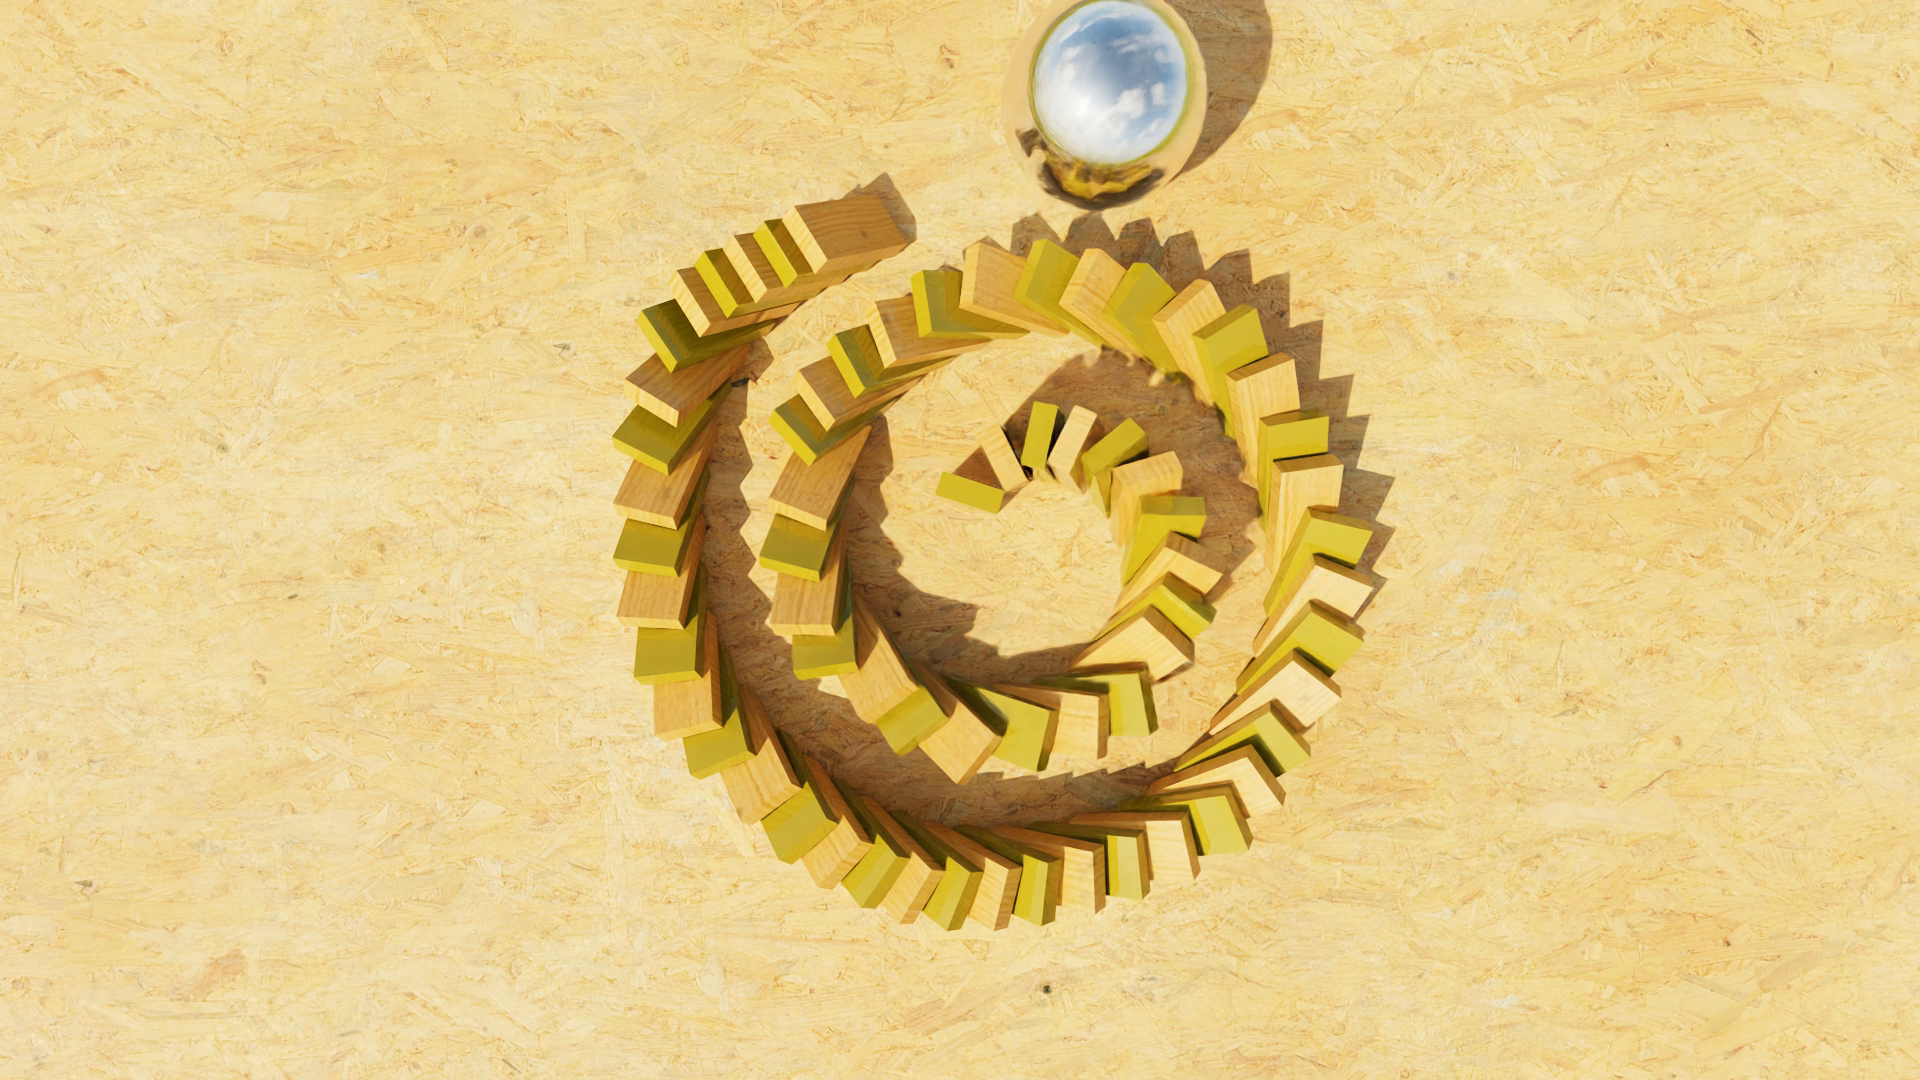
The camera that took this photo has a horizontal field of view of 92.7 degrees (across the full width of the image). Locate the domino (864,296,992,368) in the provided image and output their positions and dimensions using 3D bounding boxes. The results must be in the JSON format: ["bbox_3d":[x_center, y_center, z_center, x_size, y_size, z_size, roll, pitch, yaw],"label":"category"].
[{"bbox_3d":[-0.013,-0.089,0.381,0.050,0.010,0.025,-19,88,-35],"label":"domino"}]

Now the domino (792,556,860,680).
[{"bbox_3d":[-0.057,0.032,0.383,0.025,0.009,0.050,-9,58,1],"label":"domino"}]

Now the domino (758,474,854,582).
[{"bbox_3d":[-0.063,-0.009,0.383,0.025,0.010,0.050,14,60,2],"label":"domino"}]

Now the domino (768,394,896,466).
[{"bbox_3d":[-0.052,-0.054,0.382,0.025,0.009,0.050,47,54,0],"label":"domino"}]

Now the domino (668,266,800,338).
[{"bbox_3d":[-0.092,-0.102,0.379,0.009,0.050,0.025,-32,90,43],"label":"domino"}]

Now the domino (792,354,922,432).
[{"bbox_3d":[-0.042,-0.067,0.381,0.050,0.009,0.025,-34,87,-36],"label":"domino"}]

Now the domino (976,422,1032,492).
[{"bbox_3d":[0.019,-0.033,0.375,0.010,0.050,0.025,-27,89,7],"label":"domino"}]

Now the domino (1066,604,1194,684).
[{"bbox_3d":[0.070,0.049,0.379,0.025,0.010,0.050,43,132,-2],"label":"domino"}]

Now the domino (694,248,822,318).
[{"bbox_3d":[-0.082,-0.109,0.379,0.009,0.050,0.025,-32,90,43],"label":"domino"}]

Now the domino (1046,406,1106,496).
[{"bbox_3d":[0.049,-0.036,0.375,0.009,0.050,0.025,26,90,16],"label":"domino"}]

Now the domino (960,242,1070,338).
[{"bbox_3d":[0.025,-0.103,0.382,0.050,0.009,0.025,9,87,-33],"label":"domino"}]

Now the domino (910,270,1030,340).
[{"bbox_3d":[0.005,-0.097,0.382,0.050,0.010,0.025,-8,88,-34],"label":"domino"}]

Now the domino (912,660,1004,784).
[{"bbox_3d":[-0.009,0.076,0.383,0.050,0.009,0.025,39,92,29],"label":"domino"}]

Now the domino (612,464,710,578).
[{"bbox_3d":[-0.124,-0.010,0.384,0.025,0.009,0.050,9,62,0],"label":"domino"}]

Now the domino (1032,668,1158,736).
[{"bbox_3d":[0.056,0.068,0.382,0.050,0.009,0.025,-10,91,35],"label":"domino"}]

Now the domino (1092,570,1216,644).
[{"bbox_3d":[0.079,0.036,0.379,0.025,0.050,0.009,39,46,0],"label":"domino"}]

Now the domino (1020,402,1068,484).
[{"bbox_3d":[0.036,-0.039,0.375,0.009,0.050,0.025,13,90,13],"label":"domino"}]

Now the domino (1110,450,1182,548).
[{"bbox_3d":[0.076,-0.016,0.376,0.025,0.050,0.010,-16,61,0],"label":"domino"}]

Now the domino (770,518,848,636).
[{"bbox_3d":[-0.062,0.015,0.382,0.025,0.010,0.050,0,59,5],"label":"domino"}]

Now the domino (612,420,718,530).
[{"bbox_3d":[-0.122,-0.031,0.383,0.025,0.009,0.050,13,60,0],"label":"domino"}]

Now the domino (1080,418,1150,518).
[{"bbox_3d":[0.065,-0.028,0.375,0.025,0.050,0.010,-38,66,0],"label":"domino"}]

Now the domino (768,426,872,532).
[{"bbox_3d":[-0.058,-0.031,0.384,0.025,0.010,0.050,21,61,0],"label":"domino"}]

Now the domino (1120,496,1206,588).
[{"bbox_3d":[0.083,0.002,0.377,0.025,0.050,0.009,1,52,0],"label":"domino"}]

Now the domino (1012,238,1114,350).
[{"bbox_3d":[0.048,-0.102,0.383,0.050,0.009,0.025,21,90,-31],"label":"domino"}]

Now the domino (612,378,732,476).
[{"bbox_3d":[-0.120,-0.053,0.384,0.025,0.009,0.050,27,61,0],"label":"domino"}]

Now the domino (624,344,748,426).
[{"bbox_3d":[-0.113,-0.071,0.380,0.025,0.010,0.050,31,50,1],"label":"domino"}]

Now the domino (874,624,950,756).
[{"bbox_3d":[-0.029,0.062,0.384,0.025,0.010,0.050,-38,61,0],"label":"domino"}]

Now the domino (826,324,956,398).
[{"bbox_3d":[-0.028,-0.079,0.381,0.050,0.010,0.025,-27,88,-36],"label":"domino"}]

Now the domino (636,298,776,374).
[{"bbox_3d":[-0.105,-0.090,0.381,0.050,0.010,0.025,-35,90,-37],"label":"domino"}]

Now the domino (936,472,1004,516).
[{"bbox_3d":[0.004,-0.018,0.375,0.025,0.050,0.010,18,91,1],"label":"domino"}]

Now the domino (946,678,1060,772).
[{"bbox_3d":[0.015,0.076,0.383,0.050,0.010,0.025,13,90,32],"label":"domino"}]

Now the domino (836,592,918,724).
[{"bbox_3d":[-0.040,0.049,0.381,0.025,0.009,0.050,-36,54,2],"label":"domino"}]

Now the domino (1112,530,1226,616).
[{"bbox_3d":[0.085,0.019,0.378,0.025,0.050,0.010,26,49,0],"label":"domino"}]

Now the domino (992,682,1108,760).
[{"bbox_3d":[0.037,0.074,0.382,0.050,0.009,0.025,1,90,34],"label":"domino"}]
